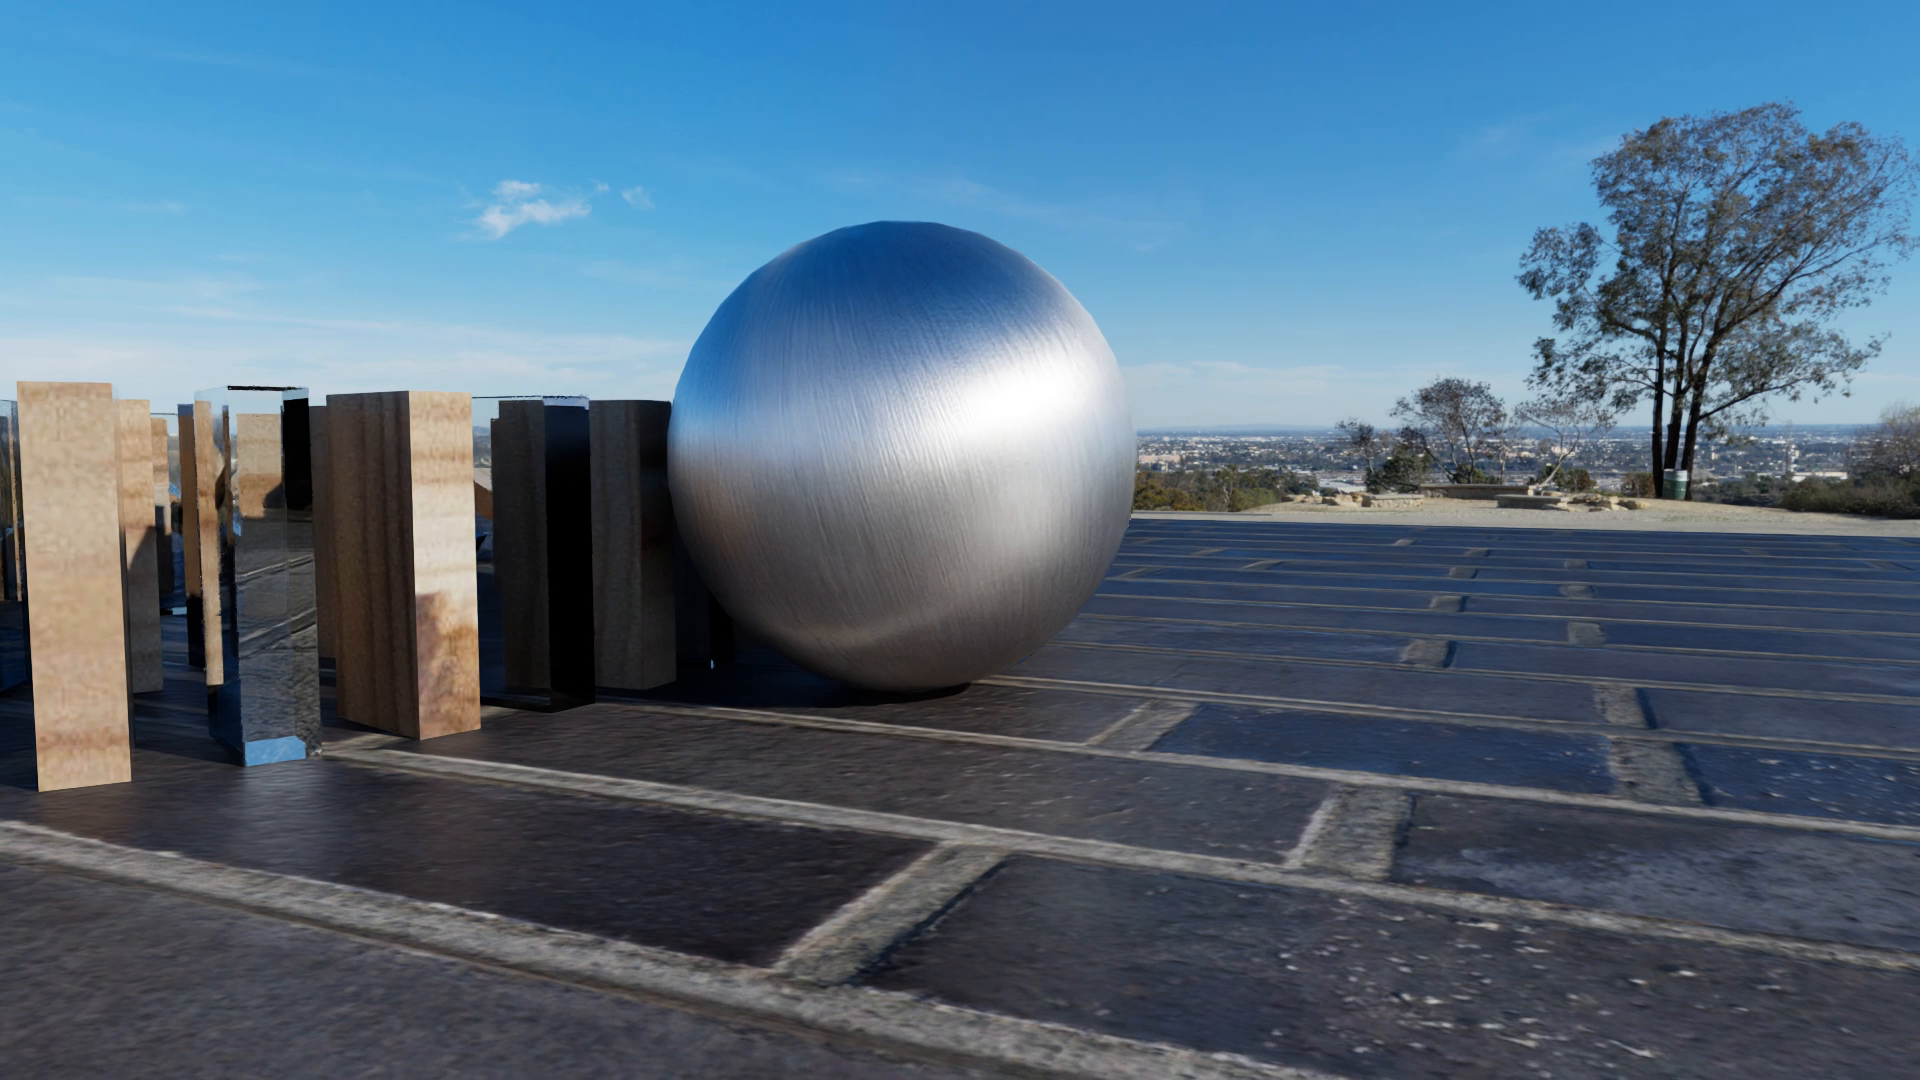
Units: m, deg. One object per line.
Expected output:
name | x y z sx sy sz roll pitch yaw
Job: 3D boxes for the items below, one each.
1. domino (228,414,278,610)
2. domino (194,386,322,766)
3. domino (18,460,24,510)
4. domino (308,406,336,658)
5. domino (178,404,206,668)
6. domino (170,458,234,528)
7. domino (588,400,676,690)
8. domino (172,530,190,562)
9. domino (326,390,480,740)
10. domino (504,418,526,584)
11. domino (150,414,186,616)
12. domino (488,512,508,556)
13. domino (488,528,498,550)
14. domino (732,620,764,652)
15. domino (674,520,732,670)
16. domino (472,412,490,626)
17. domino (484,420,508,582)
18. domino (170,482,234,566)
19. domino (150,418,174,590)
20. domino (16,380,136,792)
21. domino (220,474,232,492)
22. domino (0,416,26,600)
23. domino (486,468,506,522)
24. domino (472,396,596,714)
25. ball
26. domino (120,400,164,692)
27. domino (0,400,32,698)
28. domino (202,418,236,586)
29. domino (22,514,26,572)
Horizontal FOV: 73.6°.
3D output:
domino | -0.184 -0.008 0.338 0.010 0.050 0.025 -2 5 -20
domino | -0.099 0.004 0.180 0.009 0.050 0.025 -4 6 -39
domino | -0.303 -0.011 0.425 0.025 0.050 0.010 5 49 48
domino | -0.125 -0.002 0.259 0.025 0.050 0.010 2 5 24
domino | -0.136 -0.001 0.242 0.025 0.050 0.010 3 5 36
domino | -0.257 -0.010 0.460 0.050 0.009 0.025 36 -6 -16
domino | -0.064 0.000 0.229 0.025 0.050 0.010 2 5 22
domino | -0.290 -0.011 0.439 0.050 0.009 0.025 45 -19 -25
domino | -0.084 0.003 0.194 0.025 0.050 0.010 3 6 39
domino | -0.129 -0.012 0.399 0.010 0.050 0.025 2 5 20
domino | -0.202 -0.007 0.329 0.010 0.050 0.025 -2 5 -30
domino | -0.180 -0.010 0.478 0.050 0.010 0.025 31 5 1
domino | -0.200 -0.010 0.476 0.050 0.010 0.025 31 2 -4
domino | -0.054 -0.003 0.268 0.025 0.050 0.010 1 4 8
domino | -0.058 -0.001 0.248 0.025 0.050 0.009 1 4 15
domino | -0.124 -0.005 0.299 0.025 0.050 0.010 -1 4 -15
domino | -0.148 -0.013 0.404 0.009 0.050 0.025 1 4 12
domino | -0.274 -0.011 0.451 0.050 0.010 0.025 40 -12 -21
domino | -0.243 -0.011 0.384 0.010 0.050 0.025 -3 5 -38
domino | -0.115 0.005 0.168 0.009 0.050 0.025 -3 5 -31
domino | -0.239 -0.010 0.467 0.050 0.010 0.025 34 -3 -12
domino | -0.271 -0.009 0.354 0.025 0.050 0.010 3 5 31
domino | -0.159 -0.010 0.479 0.050 0.009 0.025 31 9 7
domino | -0.073 0.002 0.211 0.025 0.050 0.009 2 5 29
ball | -0.010 -0.014 0.221 0.080 0.080 0.080 0 4 0
domino | -0.149 0.001 0.227 0.010 0.050 0.025 -3 6 -39
domino | -0.167 0.001 0.217 0.010 0.050 0.025 -1 5 -18
domino | -0.227 -0.012 0.395 0.009 0.050 0.025 -2 5 -30
domino | -0.314 -0.011 0.412 0.025 0.050 0.009 4 42 43
